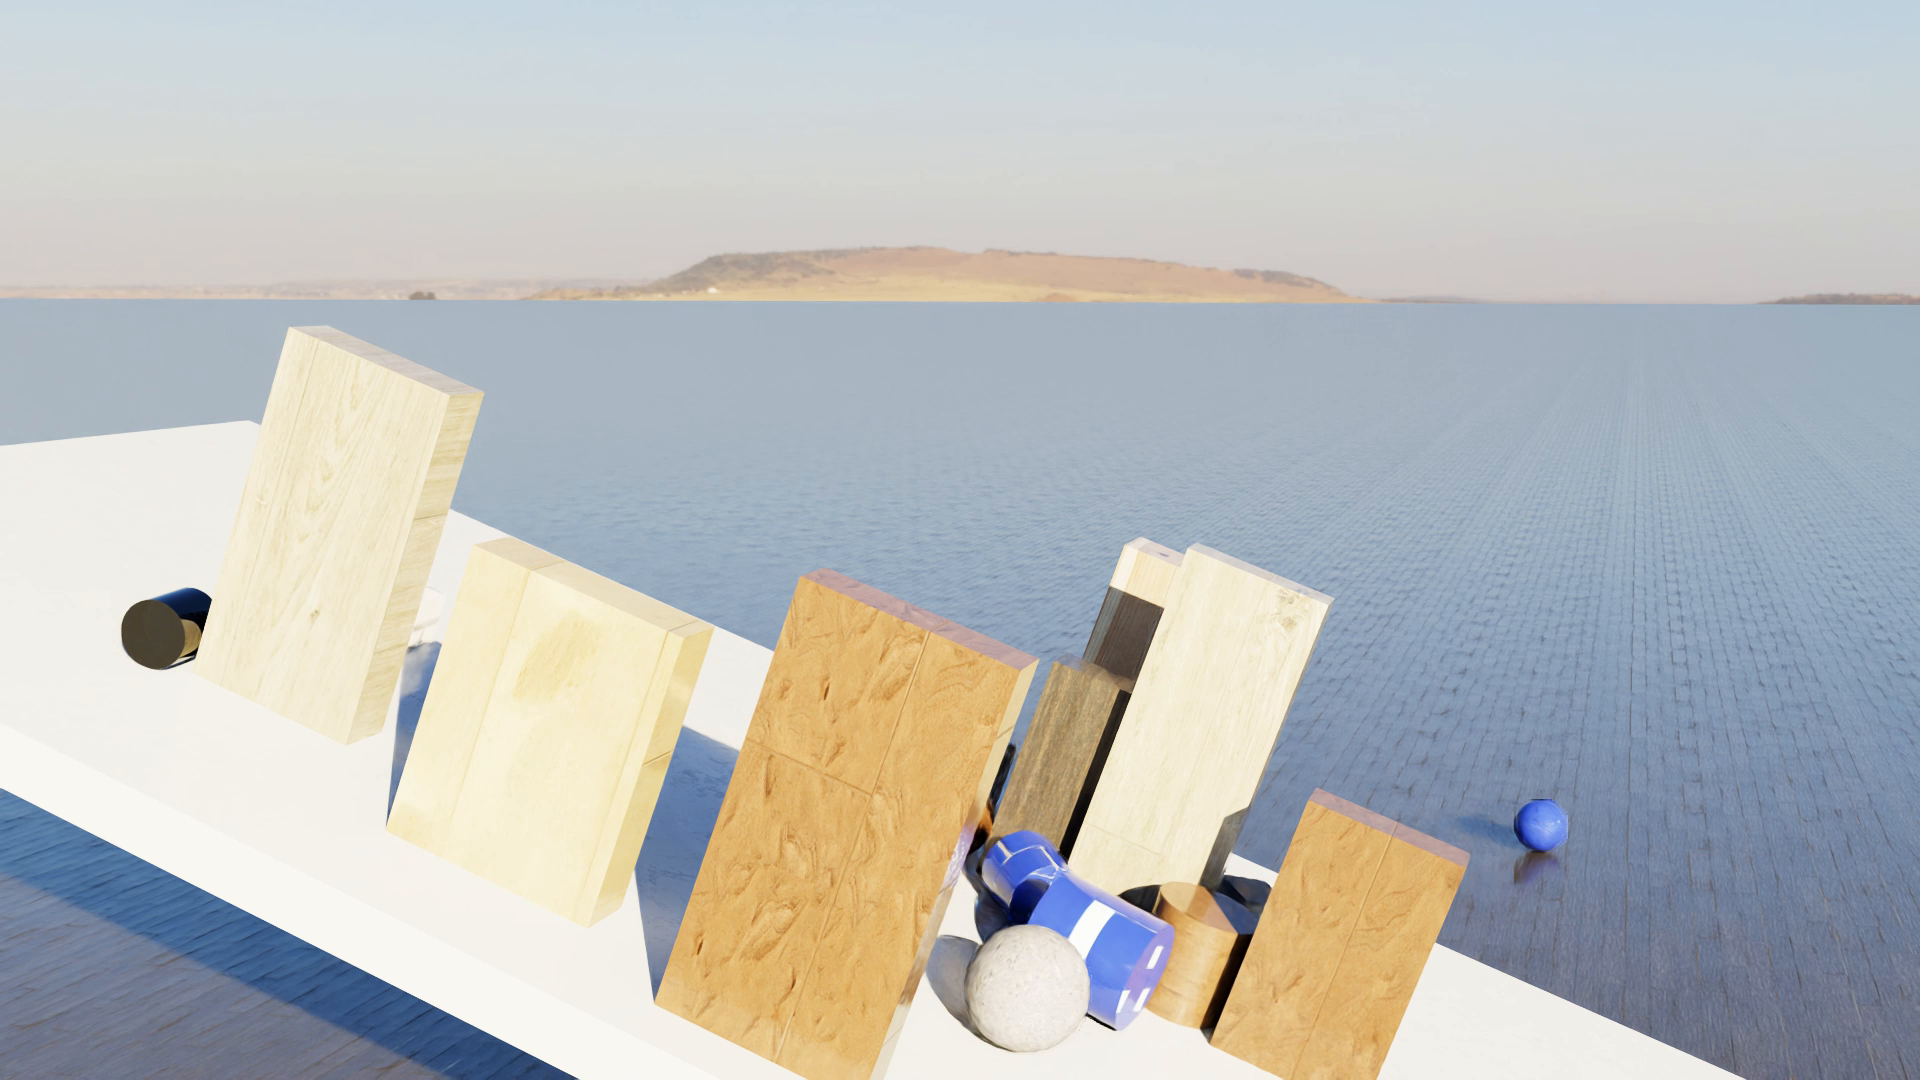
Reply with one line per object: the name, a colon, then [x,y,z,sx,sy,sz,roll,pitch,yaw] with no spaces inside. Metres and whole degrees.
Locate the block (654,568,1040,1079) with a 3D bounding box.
block: [-0.174,0.438,3.267,0.353,0.708,0.103,23,13,13]

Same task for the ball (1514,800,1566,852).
ball: [1.865,0.918,7.067,0.166,0.166,0.166,0,7,0]

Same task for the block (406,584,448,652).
block: [-1.129,0.146,4.463,0.110,0.110,0.110,22,12,9]

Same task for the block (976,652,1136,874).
block: [0.309,0.516,4.272,0.421,0.457,0.101,23,13,13]

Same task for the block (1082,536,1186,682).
block: [0.441,0.380,4.603,0.419,0.652,0.149,23,13,13]

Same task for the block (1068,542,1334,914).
block: [0.431,0.416,4.153,0.277,0.771,0.090,23,13,13]

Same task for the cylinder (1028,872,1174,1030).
cylinder: [0.237,0.721,3.864,0.204,0.204,0.204,25,17,23]

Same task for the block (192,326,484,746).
block: [-1.103,-0.010,3.888,0.330,0.659,0.117,23,13,13]

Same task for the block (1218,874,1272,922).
block: [0.576,0.759,4.433,0.117,0.117,0.117,13,14,-27]

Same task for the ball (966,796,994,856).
ball: [-0.020,0.541,4.320,0.174,0.174,0.174,0,7,0]

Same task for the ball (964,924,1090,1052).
ball: [0.110,0.734,3.605,0.207,0.207,0.207,0,7,0]

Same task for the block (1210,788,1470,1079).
block: [0.666,0.721,3.867,0.287,0.486,0.101,23,13,13]

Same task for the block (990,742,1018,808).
block: [-0.019,0.468,4.636,0.174,0.174,0.174,12,14,-30]

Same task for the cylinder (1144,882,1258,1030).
cylinder: [0.424,0.758,4.019,0.195,0.195,0.195,19,12,-4]

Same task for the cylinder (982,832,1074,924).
cylinder: [0.137,0.650,4.149,0.149,0.149,0.149,-2,20,-20]

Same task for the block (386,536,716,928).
block: [-0.665,0.306,3.550,0.385,0.508,0.122,23,13,13]

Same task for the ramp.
ramp: [-0.331,0.604,4.209,4.000,0.100,2.000,23,13,13]
